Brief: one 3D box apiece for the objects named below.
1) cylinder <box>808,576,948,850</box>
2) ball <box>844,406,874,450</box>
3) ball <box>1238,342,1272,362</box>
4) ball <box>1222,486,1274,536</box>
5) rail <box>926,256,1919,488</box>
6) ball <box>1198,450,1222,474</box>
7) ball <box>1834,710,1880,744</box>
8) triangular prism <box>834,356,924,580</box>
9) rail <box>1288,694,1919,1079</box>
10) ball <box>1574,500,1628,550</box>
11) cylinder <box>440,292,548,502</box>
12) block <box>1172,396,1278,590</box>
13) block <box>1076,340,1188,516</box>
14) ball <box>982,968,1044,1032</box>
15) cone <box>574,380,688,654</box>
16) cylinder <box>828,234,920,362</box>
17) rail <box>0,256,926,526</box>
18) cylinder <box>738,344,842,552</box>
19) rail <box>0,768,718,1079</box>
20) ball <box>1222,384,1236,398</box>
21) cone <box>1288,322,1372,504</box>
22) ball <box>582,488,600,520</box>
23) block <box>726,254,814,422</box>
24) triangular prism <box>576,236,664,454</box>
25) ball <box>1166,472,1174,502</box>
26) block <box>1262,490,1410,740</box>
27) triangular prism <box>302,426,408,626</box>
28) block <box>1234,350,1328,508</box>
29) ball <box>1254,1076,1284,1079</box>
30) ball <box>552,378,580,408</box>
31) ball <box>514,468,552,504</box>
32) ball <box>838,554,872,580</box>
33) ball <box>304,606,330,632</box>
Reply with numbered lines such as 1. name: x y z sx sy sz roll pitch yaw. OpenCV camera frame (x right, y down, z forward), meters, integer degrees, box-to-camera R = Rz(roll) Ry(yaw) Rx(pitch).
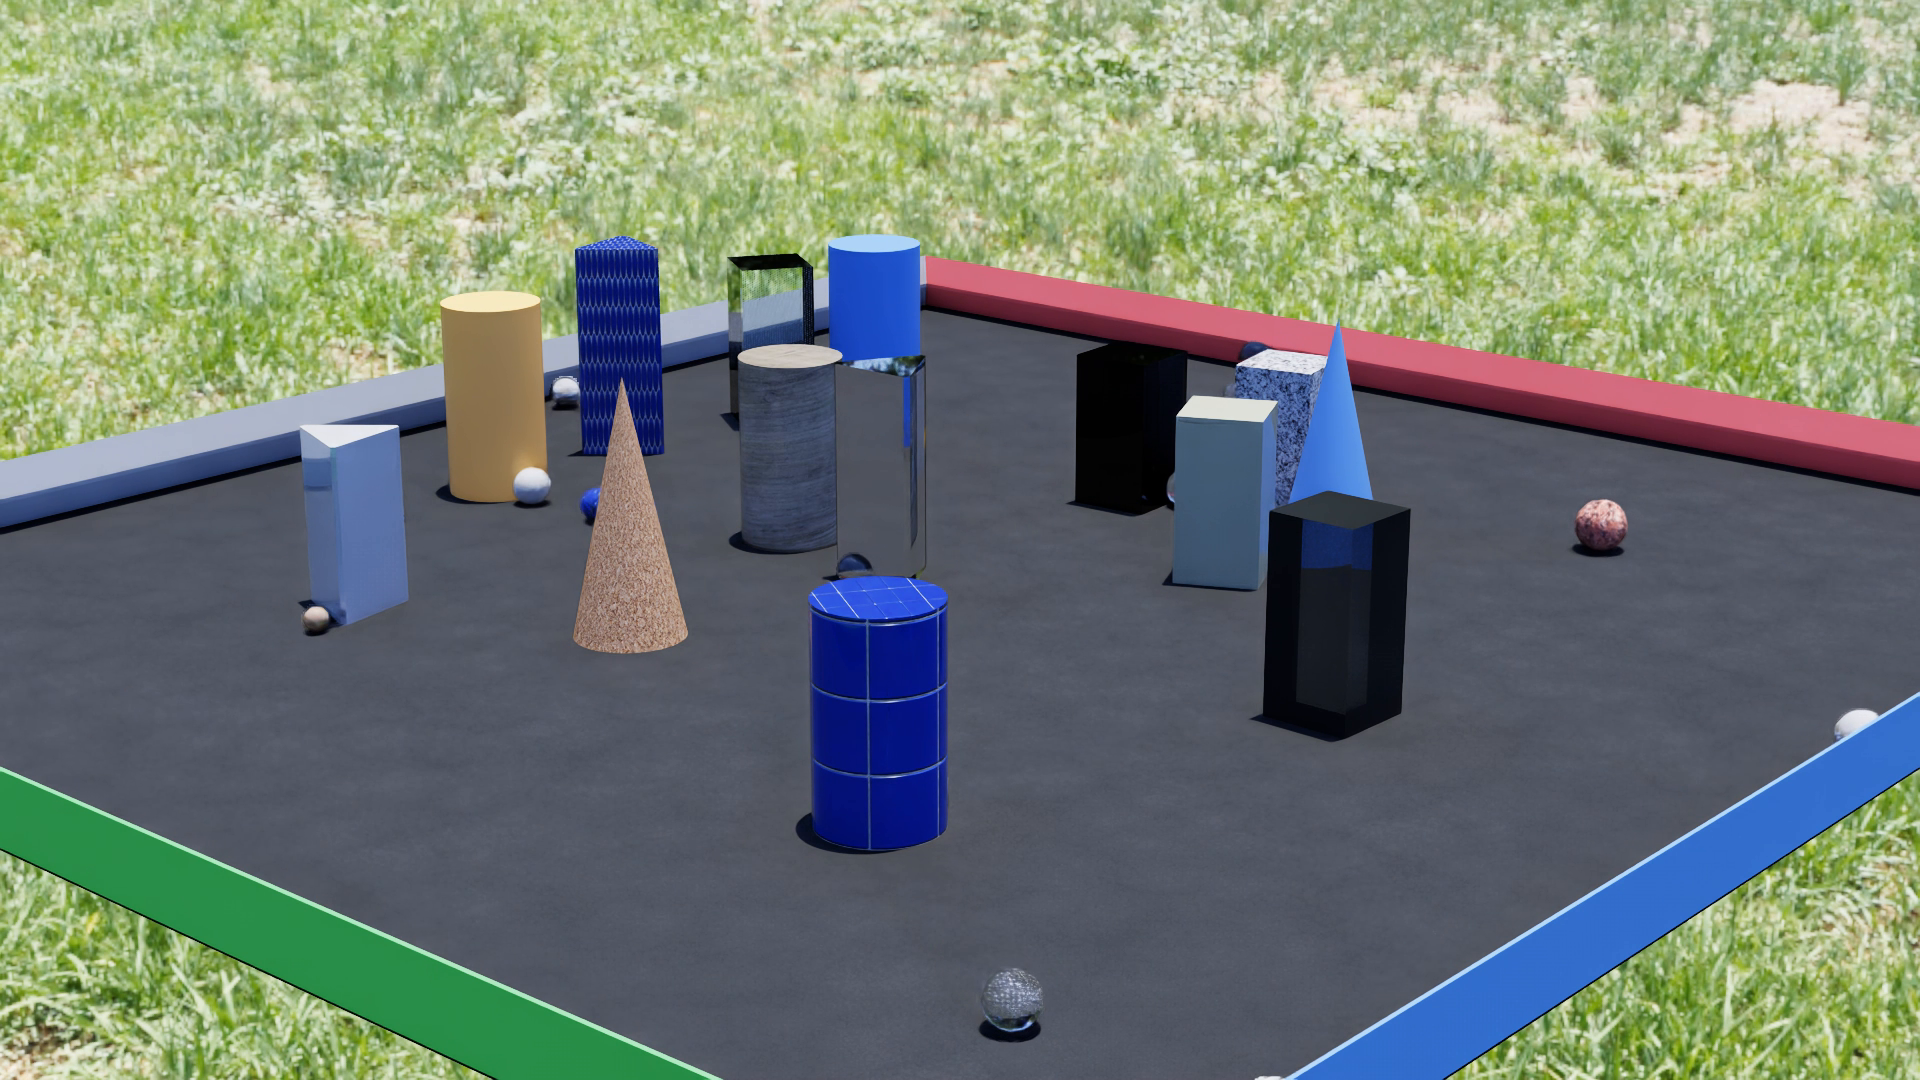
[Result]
1. cylinder: -0.112 0.239 4.072 0.191 0.335 0.191 0 17 0
2. ball: -0.223 -0.232 6.055 0.090 0.090 0.090 0 17 0
3. ball: 0.674 -0.412 6.670 0.079 0.079 0.079 0 17 0
4. ball: 0.536 -0.054 5.456 0.096 0.096 0.096 0 17 0
5. rail: 1.125 -0.343 6.361 3.253 0.124 0.045 14 22 39
6. ball: 0.501 -0.157 5.881 0.047 0.047 0.047 0 17 0
7. ball: 1.336 0.291 4.343 0.079 0.079 0.079 0 17 0
8. triangular prism: -0.110 -0.124 5.181 0.166 0.389 0.144 13 21 37
9. rail: 1.210 0.335 4.114 0.045 0.124 3.479 14 22 39
10. ball: 1.174 -0.027 5.370 0.094 0.094 0.094 0 17 0
11. cylinder: -0.908 -0.281 5.721 0.191 0.376 0.191 0 17 0
12. block: 0.470 -0.085 5.197 0.153 0.305 0.153 5 17 15
13. block: 0.330 -0.219 5.660 0.153 0.293 0.153 12 21 35
14. ball: 0.063 0.549 3.497 0.075 0.075 0.075 0 17 0
15. cone: -0.552 -0.054 4.852 0.191 0.445 0.191 0 17 0
16. cylinder: -0.178 -0.425 6.155 0.191 0.401 0.191 0 17 0
17. rail: -1.210 -0.273 6.126 0.045 0.124 3.479 14 22 39
18. cylinder: -0.310 -0.170 5.408 0.191 0.346 0.191 0 17 0
19. rail: -1.125 0.406 3.880 3.253 0.124 0.045 14 22 39
20. ball: 0.597 -0.313 6.386 0.053 0.053 0.053 0 17 0
21. cone: 0.682 -0.195 5.349 0.191 0.428 0.191 0 17 0
22. ball: -0.685 -0.067 5.552 0.065 0.065 0.065 0 17 0
23. block: -0.403 -0.425 6.259 0.153 0.342 0.153 -5 17 -15
24. triangular prism: -0.693 -0.402 6.037 0.166 0.427 0.144 0 17 0
25. ball: 0.436 -0.101 5.642 0.078 0.078 0.078 0 17 0
26. block: 0.577 0.112 4.498 0.153 0.331 0.153 15 22 40
27. triangular prism: -1.063 -0.036 5.020 0.144 0.312 0.166 10 19 29
28. block: 0.627 -0.205 5.631 0.153 0.283 0.153 9 19 28
29. ball: 0.343 0.627 3.245 0.069 0.069 0.069 0 17 0
30. ball: -0.859 -0.321 6.396 0.063 0.063 0.063 0 17 0
31. ball: -0.826 -0.105 5.664 0.072 0.072 0.072 0 17 0
32. ball: -0.185 0.055 5.156 0.061 0.061 0.061 0 17 0
33. ball: -1.081 0.133 4.925 0.044 0.044 0.044 0 17 0
